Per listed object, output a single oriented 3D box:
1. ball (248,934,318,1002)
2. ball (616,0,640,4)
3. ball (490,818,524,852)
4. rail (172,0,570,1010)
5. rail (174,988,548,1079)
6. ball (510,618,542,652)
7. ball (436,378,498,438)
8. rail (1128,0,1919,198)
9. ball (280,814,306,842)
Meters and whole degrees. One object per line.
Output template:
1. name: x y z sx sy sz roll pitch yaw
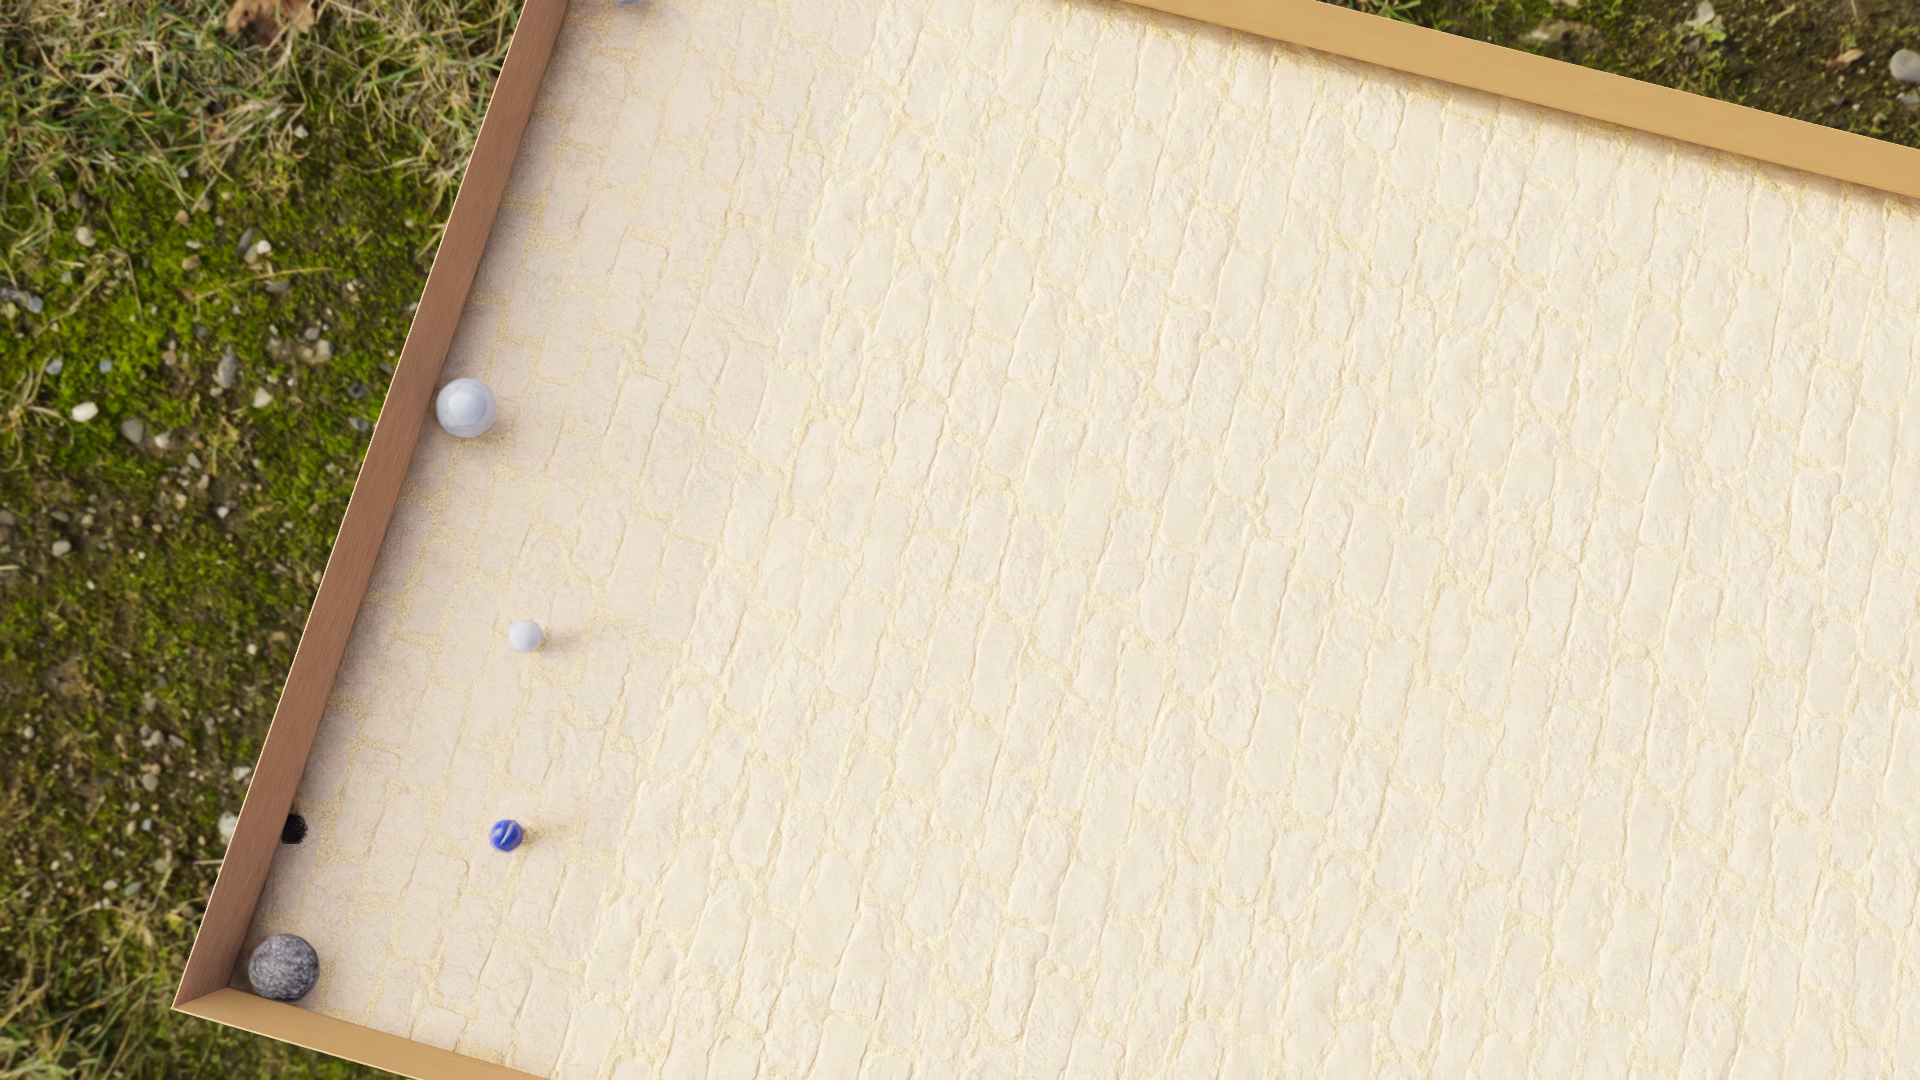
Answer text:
1. ball: -0.974 0.616 3.165 0.097 0.097 0.097 0 76 0
2. ball: -0.537 -0.913 3.542 0.095 0.095 0.095 0 76 0
3. ball: -0.666 0.434 3.235 0.048 0.048 0.048 0 76 0
4. rail: -0.826 -0.227 3.356 0.045 0.126 1.930 15 77 4
5. rail: 0.601 1.100 3.030 3.521 0.126 0.045 15 77 4
6. ball: -0.652 0.143 3.305 0.050 0.050 0.050 0 76 0
7. ball: -0.756 -0.203 3.368 0.093 0.093 0.093 0 76 0
8. rail: 1.097 -0.663 3.464 3.521 0.126 0.045 15 77 4
9. ball: -0.984 0.425 3.240 0.043 0.043 0.043 0 76 0
